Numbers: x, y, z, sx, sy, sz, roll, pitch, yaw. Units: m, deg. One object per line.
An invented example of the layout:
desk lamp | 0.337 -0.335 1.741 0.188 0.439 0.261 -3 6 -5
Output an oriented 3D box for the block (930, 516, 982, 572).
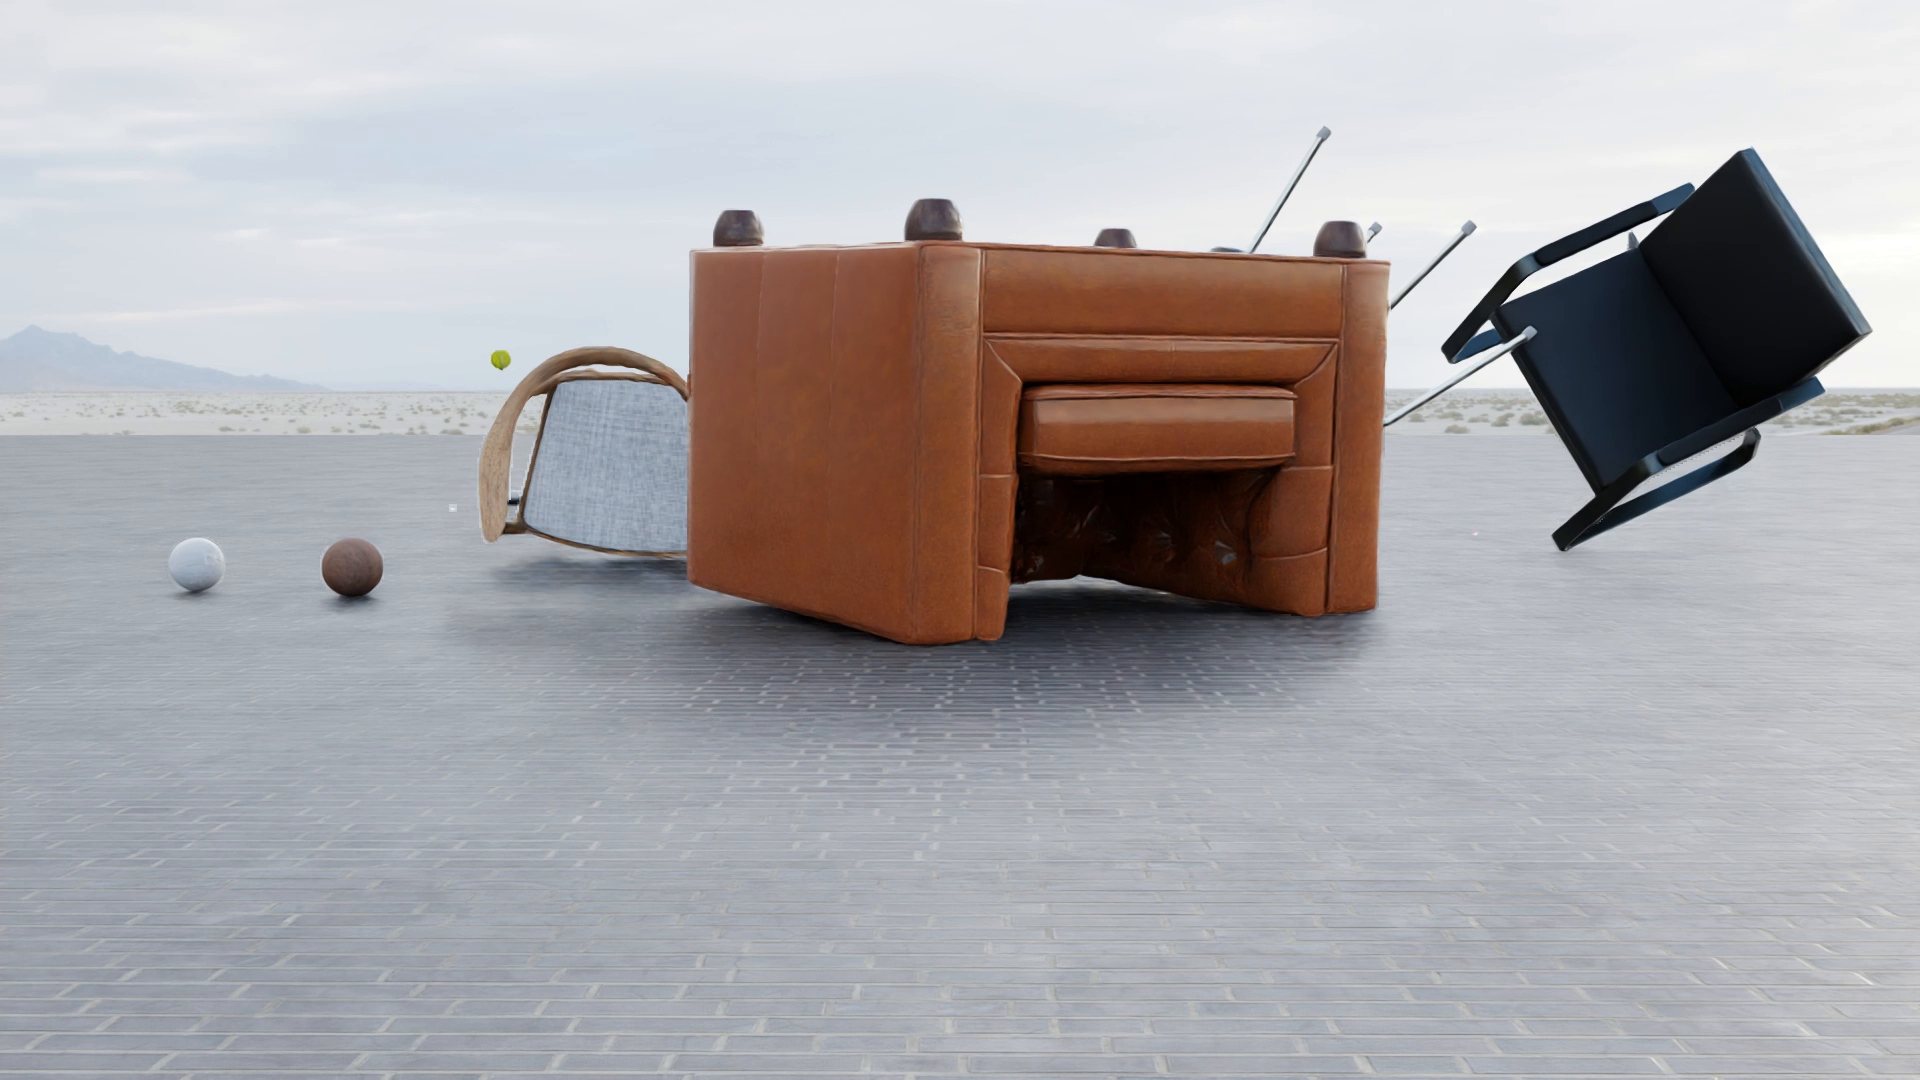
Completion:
block | -0.009 0.009 5.333 0.069 0.109 0.154 35 1 -5

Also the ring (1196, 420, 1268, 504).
ring | 1.049 -0.301 8.482 0.288 0.333 0.114 -5 15 36

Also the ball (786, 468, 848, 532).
ball | -0.452 -0.126 6.941 0.197 0.197 0.197 0 4 0

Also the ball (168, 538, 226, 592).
ball | -1.696 0.054 4.887 0.119 0.119 0.119 0 4 0
